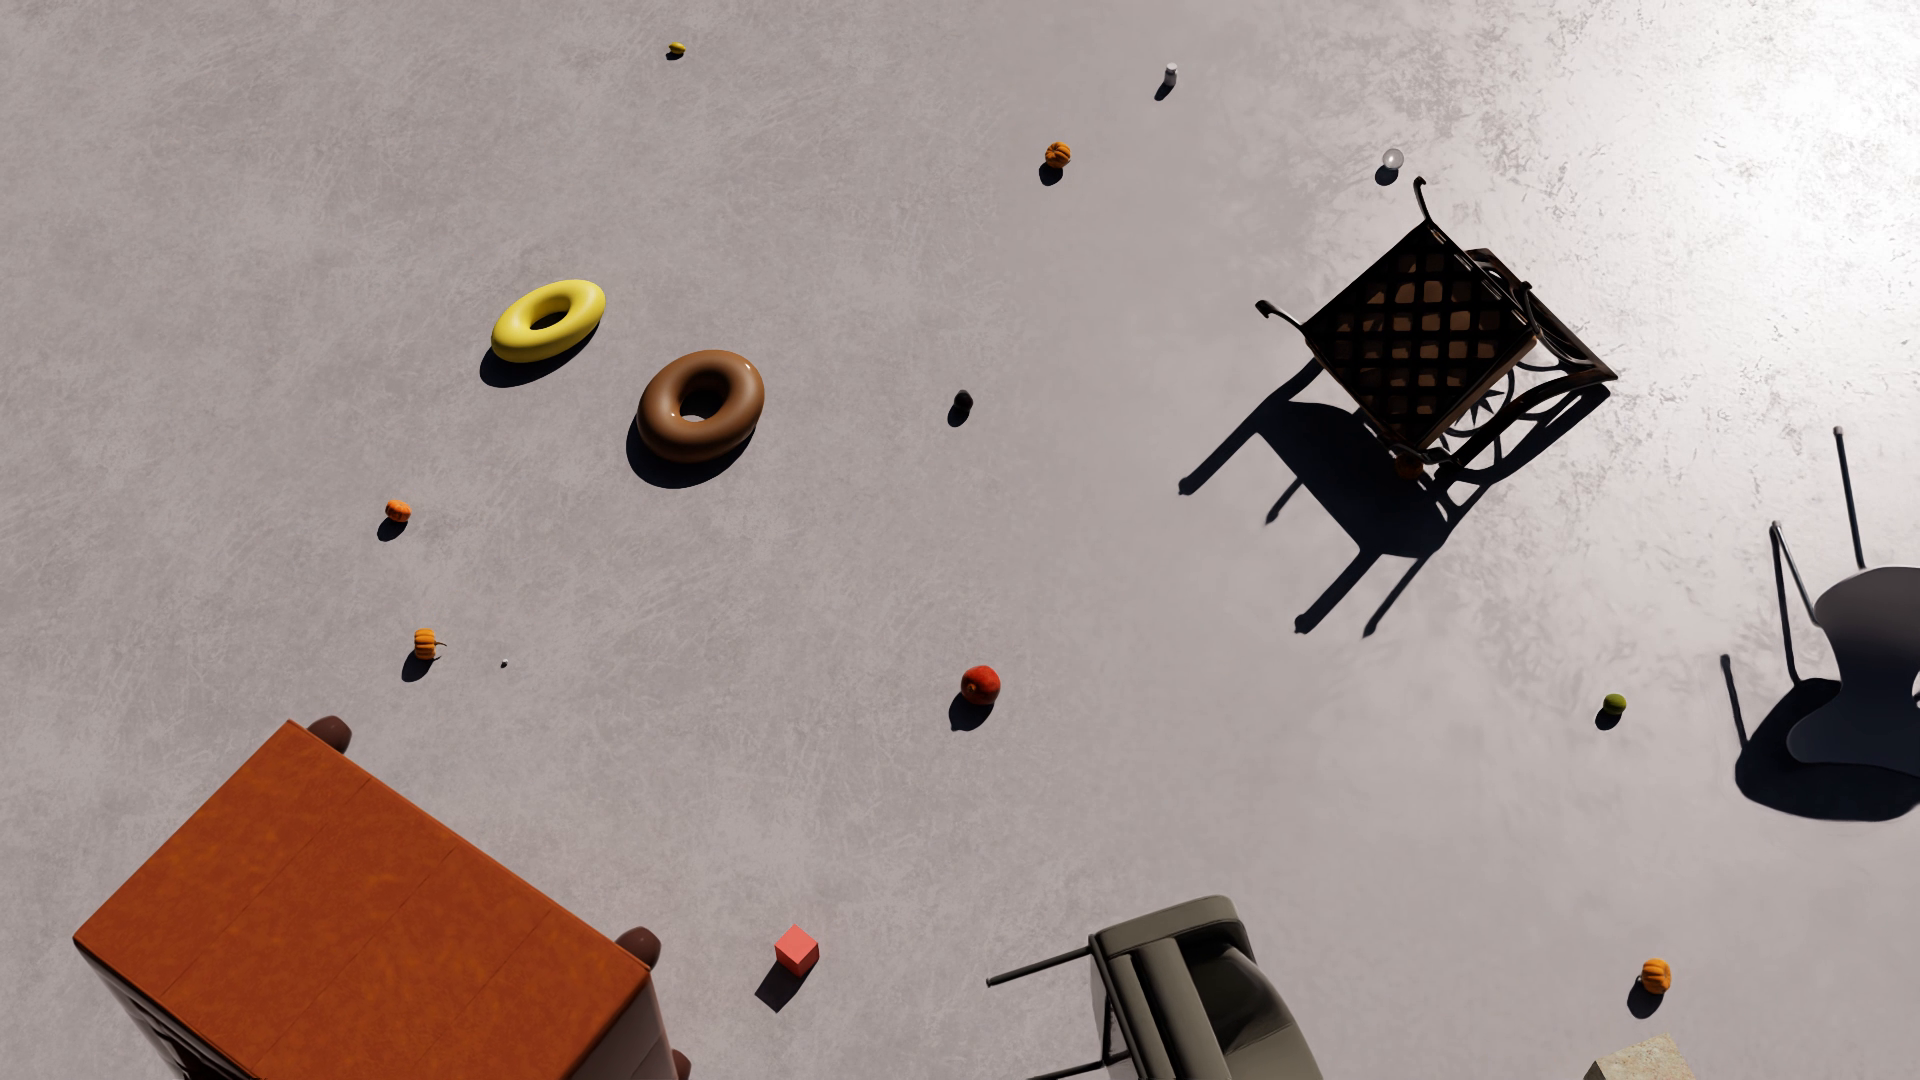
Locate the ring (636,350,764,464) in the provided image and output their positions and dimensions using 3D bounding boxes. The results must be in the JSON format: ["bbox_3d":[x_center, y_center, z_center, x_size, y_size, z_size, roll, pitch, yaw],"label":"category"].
[{"bbox_3d":[-0.800,-0.414,6.789,0.373,0.105,0.441,27,61,18],"label":"ring"}]

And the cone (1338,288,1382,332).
[{"bbox_3d":[1.287,-0.765,7.033,0.143,0.090,0.179,10,57,7],"label":"cone"}]

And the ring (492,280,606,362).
[{"bbox_3d":[-1.305,-0.695,6.978,0.405,0.105,0.235,-34,64,-21],"label":"ring"}]

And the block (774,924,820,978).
[{"bbox_3d":[-0.428,1.083,5.788,0.083,0.099,0.078,35,63,21],"label":"block"}]

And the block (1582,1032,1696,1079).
[{"bbox_3d":[1.692,1.381,5.504,0.206,0.238,0.159,-18,58,-11],"label":"block"}]

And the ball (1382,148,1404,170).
[{"bbox_3d":[1.456,-1.279,7.388,0.073,0.073,0.073,0,56,0],"label":"ball"}]
